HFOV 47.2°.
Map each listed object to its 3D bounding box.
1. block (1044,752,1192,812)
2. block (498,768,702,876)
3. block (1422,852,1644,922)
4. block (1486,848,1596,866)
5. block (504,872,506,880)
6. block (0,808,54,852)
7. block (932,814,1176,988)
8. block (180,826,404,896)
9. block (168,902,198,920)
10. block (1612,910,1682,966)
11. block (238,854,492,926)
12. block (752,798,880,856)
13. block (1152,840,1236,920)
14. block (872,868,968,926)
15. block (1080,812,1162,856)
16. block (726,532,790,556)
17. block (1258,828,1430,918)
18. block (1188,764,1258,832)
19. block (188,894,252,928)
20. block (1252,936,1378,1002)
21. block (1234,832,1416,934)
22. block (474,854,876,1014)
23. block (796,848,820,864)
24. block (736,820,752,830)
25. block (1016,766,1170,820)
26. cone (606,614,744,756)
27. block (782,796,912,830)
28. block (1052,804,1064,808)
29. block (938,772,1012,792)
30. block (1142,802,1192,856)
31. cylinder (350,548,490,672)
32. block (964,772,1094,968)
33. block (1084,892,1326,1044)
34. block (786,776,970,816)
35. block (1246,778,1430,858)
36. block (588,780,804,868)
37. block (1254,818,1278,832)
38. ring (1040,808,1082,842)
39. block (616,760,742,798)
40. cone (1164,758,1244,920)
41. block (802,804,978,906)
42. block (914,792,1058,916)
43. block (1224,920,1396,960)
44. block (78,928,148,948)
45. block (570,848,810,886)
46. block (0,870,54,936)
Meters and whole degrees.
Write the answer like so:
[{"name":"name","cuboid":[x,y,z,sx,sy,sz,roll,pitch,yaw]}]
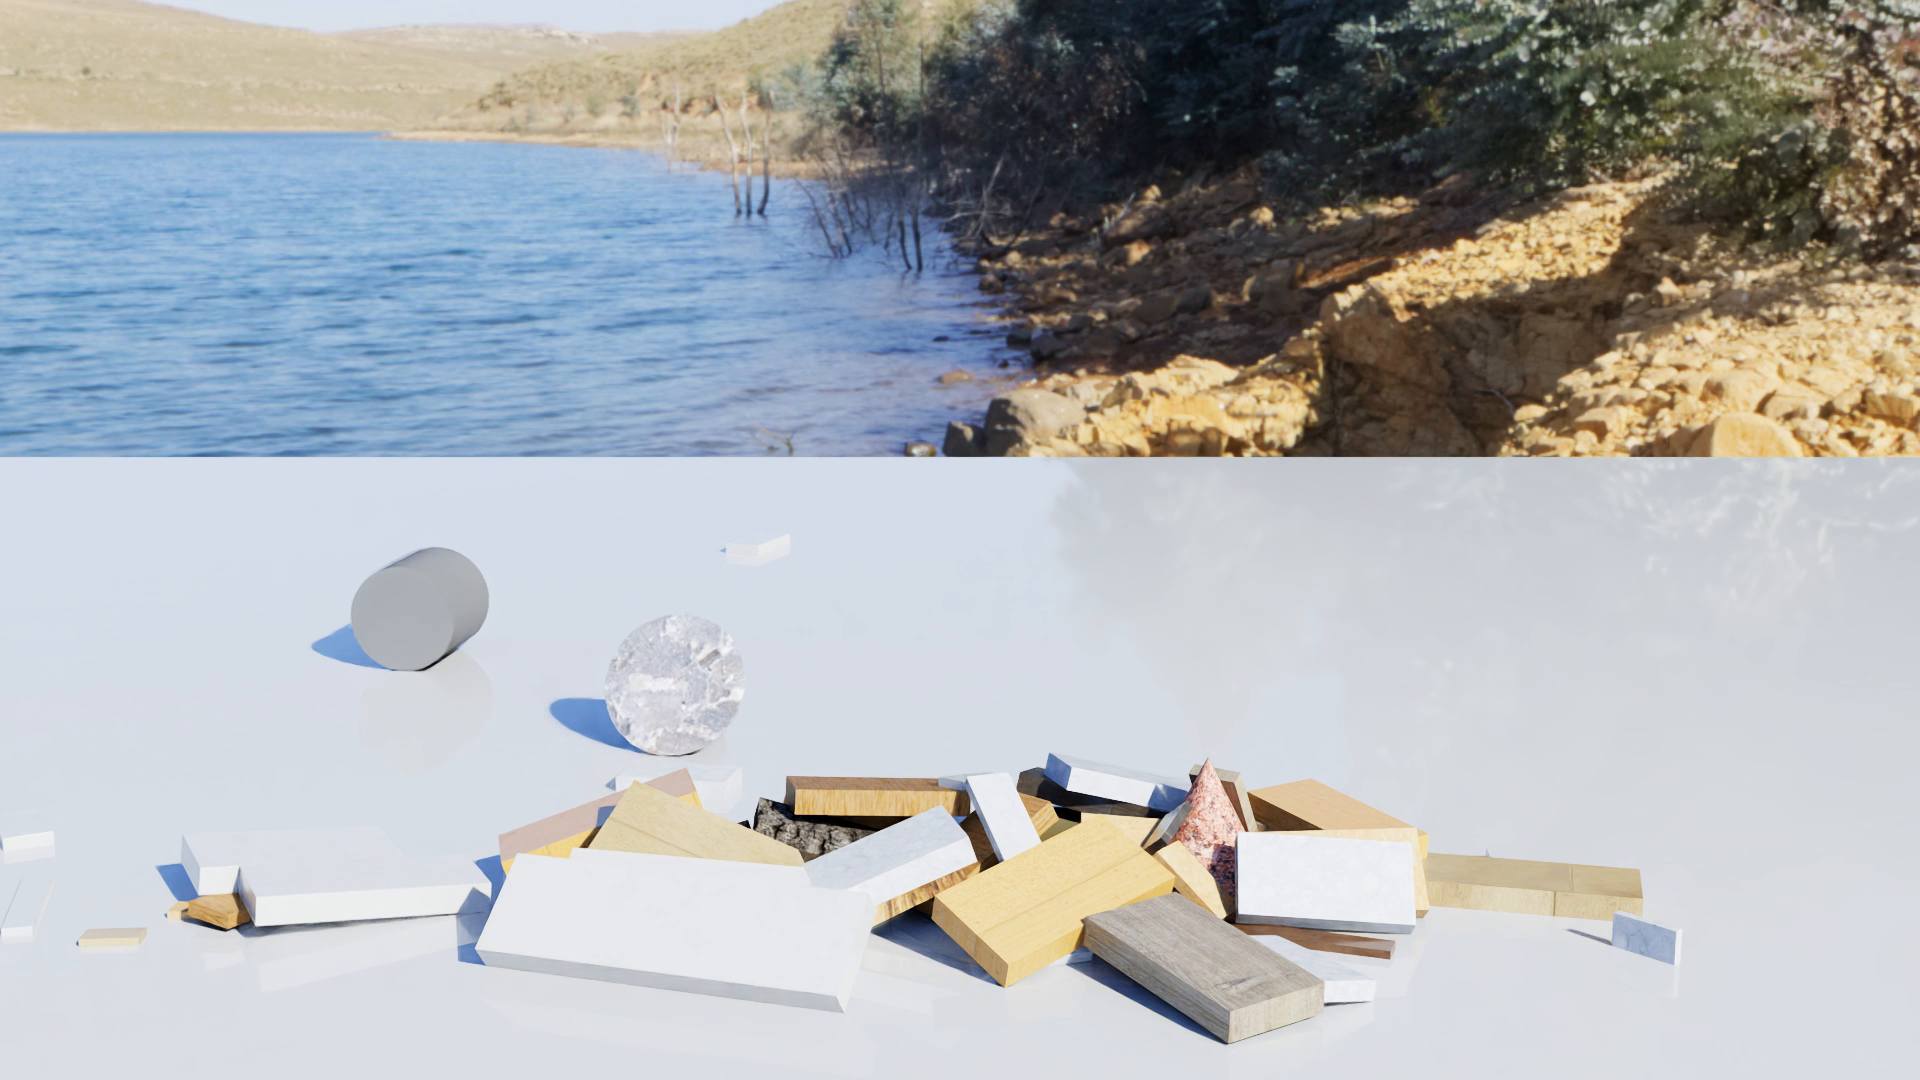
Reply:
[{"name":"block","cuboid":[0.298,0.423,3.783,0.279,0.040,0.140,13,2,-15]},{"name":"block","cuboid":[-0.599,0.474,3.663,0.333,0.042,0.147,-19,14,-10]},{"name":"block","cuboid":[0.916,0.573,3.646,0.408,0.042,0.149,3,11,14]},{"name":"block","cuboid":[0.999,0.556,3.782,0.174,0.025,0.087,1,11,5]},{"name":"block","cuboid":[-0.588,0.524,3.638,0.330,0.047,0.165,-19,14,-8]},{"name":"block","cuboid":[-1.695,0.522,3.972,0.084,0.024,0.167,-6,12,-30]},{"name":"block","cuboid":[0.146,0.553,3.401,0.347,0.049,0.173,-21,43,-35]},{"name":"block","cuboid":[-1.118,0.535,3.686,0.330,0.047,0.165,1,12,-30]},{"name":"block","cuboid":[-1.234,0.602,3.571,0.091,0.013,0.045,1,11,3]},{"name":"block","cuboid":[1.059,0.613,3.392,0.016,0.055,0.110,-9,14,-40]},{"name":"block","cuboid":[-0.966,0.566,3.574,0.369,0.047,0.165,1,9,-27]},{"name":"block","cuboid":[-0.228,0.491,3.661,0.231,0.033,0.116,16,10,-6]},{"name":"block","cuboid":[0.377,0.550,3.518,0.147,0.021,0.073,46,29,19]},{"name":"block","cuboid":[-0.114,0.562,3.524,0.231,0.033,0.116,-24,17,-15]},{"name":"block","cuboid":[0.263,0.542,3.524,0.133,0.038,0.266,5,32,-2]},{"name":"block","cuboid":[-0.615,0.010,6.707,0.109,0.031,0.219,4,11,21]},{"name":"block","cuboid":[0.608,0.542,3.561,0.279,0.140,0.040,-1,-29,-5]},{"name":"block","cuboid":[0.454,0.476,3.707,0.087,0.227,0.025,8,42,35]},{"name":"block","cuboid":[-1.158,0.587,3.570,0.084,0.024,0.167,12,11,24]},{"name":"block","cuboid":[0.502,0.637,3.273,0.109,0.031,0.219,7,5,-34]},{"name":"block","cuboid":[0.580,0.546,3.503,0.279,0.139,0.040,4,-31,0]},{"name":"block","cuboid":[-0.428,0.585,3.297,0.585,0.049,0.173,3,49,18]},{"name":"block","cuboid":[-0.228,0.526,3.660,0.231,0.033,0.116,16,9,-4]},{"name":"block","cuboid":[-0.435,0.514,3.652,0.174,0.025,0.087,-16,12,3]},{"name":"block","cuboid":[0.241,0.449,3.797,0.266,0.038,0.133,14,2,15]},{"name":"cone","cuboid":[-0.557,0.338,4.656,0.299,0.299,0.299,2,-16,12]},{"name":"block","cuboid":[-0.149,0.503,3.804,0.293,0.042,0.147,3,-27,16]},{"name":"block","cuboid":[0.180,0.512,3.952,0.072,0.020,0.143,-29,15,-6]},{"name":"block","cuboid":[0.026,0.409,3.729,0.117,0.017,0.058,0,3,-44]},{"name":"block","cuboid":[0.335,0.470,3.564,0.055,0.016,0.110,-42,2,39]},{"name":"cylinder","cuboid":[-1.293,0.164,5.281,0.251,0.251,0.251,1,11,7]},{"name":"block","cuboid":[0.106,0.518,3.505,0.073,0.021,0.409,-4,38,-19]},{"name":"block","cuboid":[0.354,0.622,3.232,0.173,0.049,0.346,-9,19,-31]},{"name":"block","cuboid":[-0.140,0.432,3.709,0.293,0.042,0.147,2,2,-11]},{"name":"block","cuboid":[0.648,0.490,3.797,0.149,0.042,0.299,-6,17,-32]},{"name":"block","cuboid":[-0.426,0.511,3.495,0.320,0.045,0.160,19,60,24]},{"name":"block","cuboid":[0.615,0.514,3.870,0.299,0.042,0.149,12,17,33]},{"name":"ring","cuboid":[0.177,0.533,3.711,0.300,0.100,0.300,0,12,0]},{"name":"block","cuboid":[-0.544,0.464,4.264,0.219,0.031,0.109,2,11,11]},{"name":"cone","cuboid":[0.407,0.474,3.632,0.242,0.242,0.242,0,11,0]},{"name":"block","cuboid":[-0.147,0.531,3.521,0.320,0.045,0.160,-22,17,-11]},{"name":"block","cuboid":[0.024,0.515,3.626,0.266,0.038,0.133,-39,26,-27]},{"name":"block","cuboid":[0.481,0.621,3.465,0.400,0.014,0.048,4,11,20]},{"name":"block","cuboid":[-1.330,0.624,3.453,0.091,0.013,0.045,-1,11,-5]},{"name":"block","cuboid":[-0.436,0.570,3.391,0.384,0.045,0.160,3,52,14]},{"name":"block","cuboid":[-1.530,0.594,3.612,0.045,0.013,0.282,-3,11,-15]}]
